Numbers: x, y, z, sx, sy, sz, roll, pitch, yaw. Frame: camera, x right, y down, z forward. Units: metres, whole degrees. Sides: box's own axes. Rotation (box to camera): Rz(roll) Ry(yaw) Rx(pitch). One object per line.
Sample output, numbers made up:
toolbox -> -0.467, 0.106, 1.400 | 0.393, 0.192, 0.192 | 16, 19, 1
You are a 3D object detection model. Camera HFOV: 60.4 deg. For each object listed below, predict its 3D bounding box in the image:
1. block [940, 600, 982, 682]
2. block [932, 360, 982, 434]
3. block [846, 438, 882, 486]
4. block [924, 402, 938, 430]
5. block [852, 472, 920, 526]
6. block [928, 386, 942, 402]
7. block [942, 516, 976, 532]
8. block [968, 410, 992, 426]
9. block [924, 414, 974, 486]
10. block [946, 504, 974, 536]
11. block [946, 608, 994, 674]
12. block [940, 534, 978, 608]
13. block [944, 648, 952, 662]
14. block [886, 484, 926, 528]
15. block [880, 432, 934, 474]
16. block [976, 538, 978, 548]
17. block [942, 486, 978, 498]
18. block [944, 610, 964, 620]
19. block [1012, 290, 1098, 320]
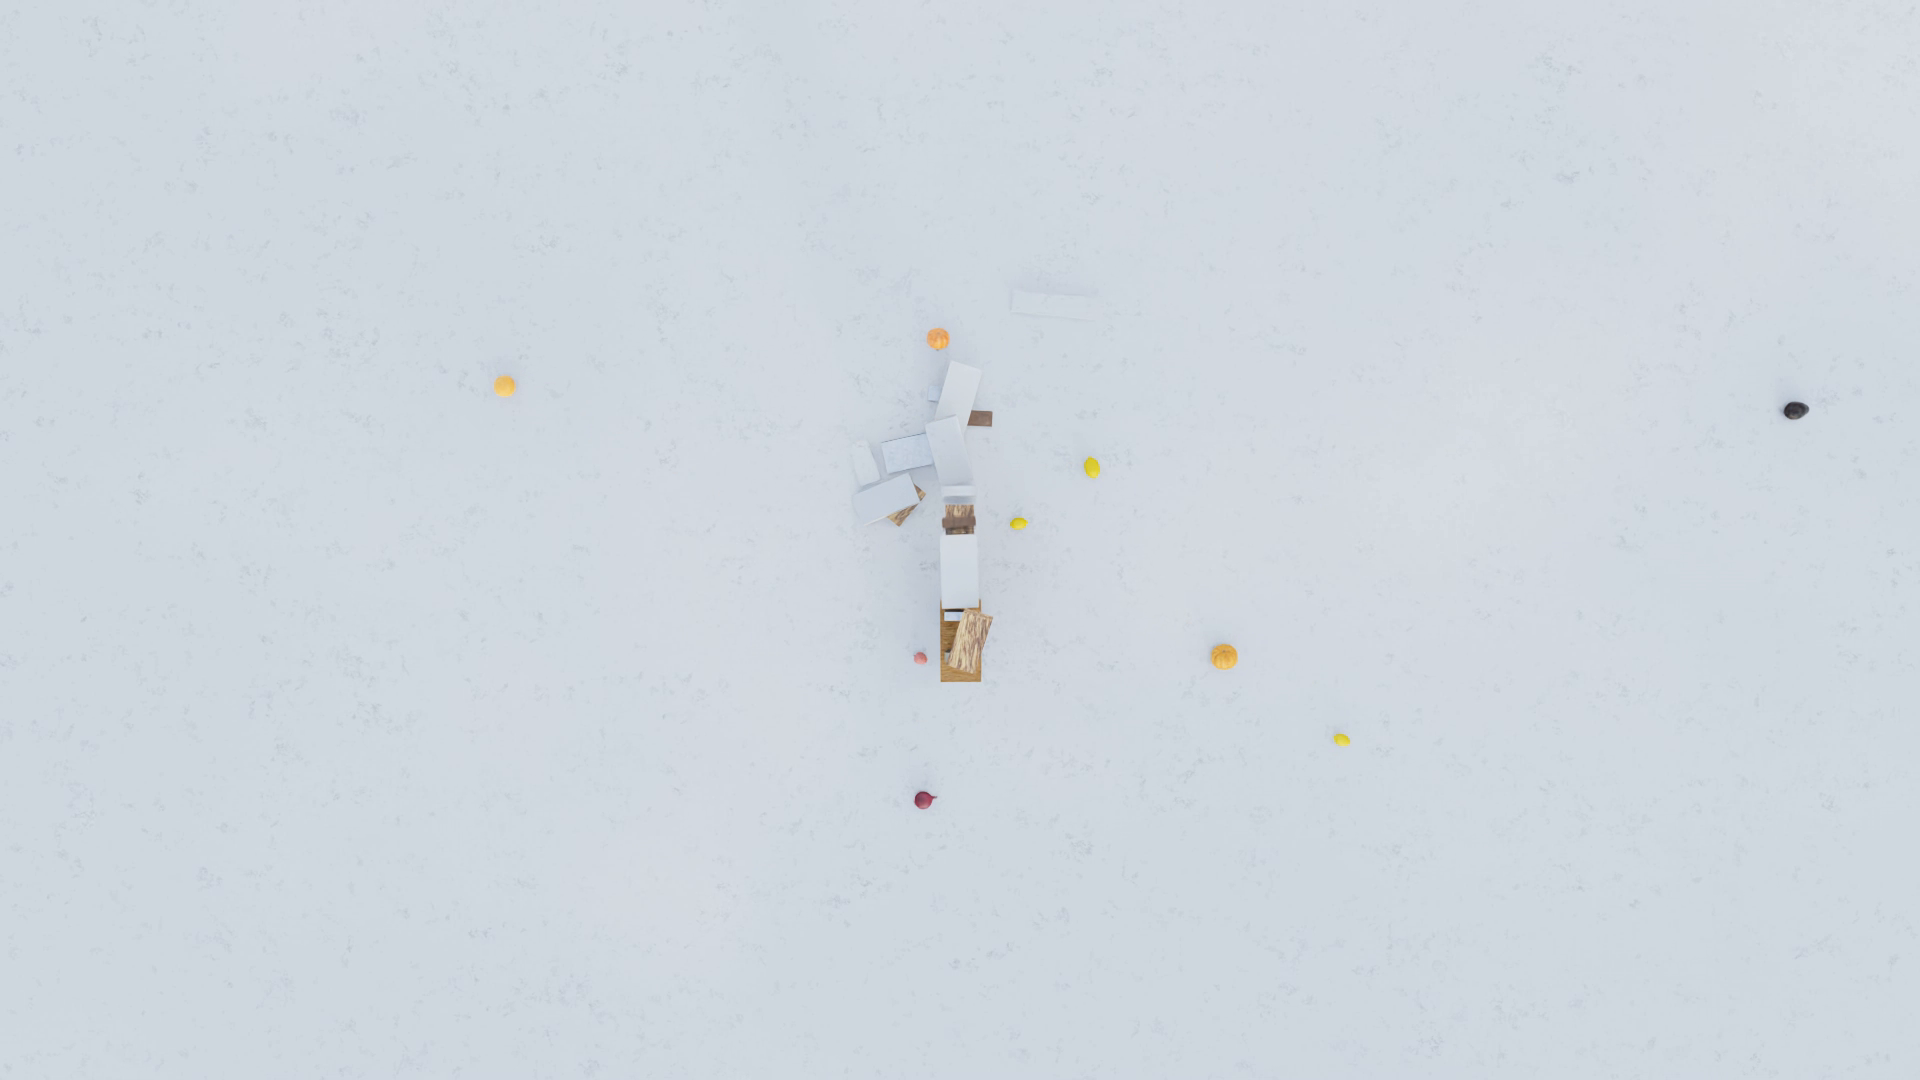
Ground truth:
block -> 0.002, 0.319, 5.222 | 0.130, 0.037, 0.259 | 0, 90, 0
block -> -0.010, -0.471, 5.461 | 0.111, 0.031, 0.222 | 16, 88, -10
block -> -0.319, -0.257, 5.490 | 0.072, 0.020, 0.143 | -20, 90, 0
block -> -0.083, -0.412, 5.493 | 0.051, 0.014, 0.102 | 13, 90, 0
block -> -0.245, -0.134, 5.468 | 0.208, 0.029, 0.104 | -23, 81, 5
block -> -0.056, -0.482, 5.480 | 0.102, 0.014, 0.051 | 6, 81, -10
block -> -0.003, -0.051, 5.163 | 0.104, 0.250, 0.029 | -4, 88, 0
block -> 0.057, -0.405, 5.493 | 0.102, 0.014, 0.051 | 3, 90, 0
block -> -0.037, -0.294, 5.446 | 0.111, 0.031, 0.222 | -16, 107, -1
block -> -0.001, -0.020, 5.301 | 0.093, 0.026, 0.185 | 0, 90, 0
block -> 0.030, 0.306, 5.008 | 0.091, 0.026, 0.183 | 18, 90, 0
block -> -0.002, 0.096, 5.048 | 0.112, 0.032, 0.224 | -2, 90, 0
block -> 0.000, 0.357, 5.113 | 0.091, 0.183, 0.026 | 0, 90, 0
block -> -0.184, -0.121, 5.490 | 0.072, 0.020, 0.143 | 39, 90, 0
block -> -0.150, -0.295, 5.477 | 0.208, 0.029, 0.104 | -12, 99, 0
block -> 0.001, 0.012, 5.176 | 0.112, 0.224, 0.032 | 0, 90, 0
block -> 0.001, -0.156, 5.389 | 0.111, 0.222, 0.031 | 0, 89, 0
block -> -0.001, 0.234, 5.113 | 0.091, 0.183, 0.026 | 0, 89, 0
block -> 0.314, -0.783, 5.490 | 0.281, 0.020, 0.072 | 6, 90, 0
